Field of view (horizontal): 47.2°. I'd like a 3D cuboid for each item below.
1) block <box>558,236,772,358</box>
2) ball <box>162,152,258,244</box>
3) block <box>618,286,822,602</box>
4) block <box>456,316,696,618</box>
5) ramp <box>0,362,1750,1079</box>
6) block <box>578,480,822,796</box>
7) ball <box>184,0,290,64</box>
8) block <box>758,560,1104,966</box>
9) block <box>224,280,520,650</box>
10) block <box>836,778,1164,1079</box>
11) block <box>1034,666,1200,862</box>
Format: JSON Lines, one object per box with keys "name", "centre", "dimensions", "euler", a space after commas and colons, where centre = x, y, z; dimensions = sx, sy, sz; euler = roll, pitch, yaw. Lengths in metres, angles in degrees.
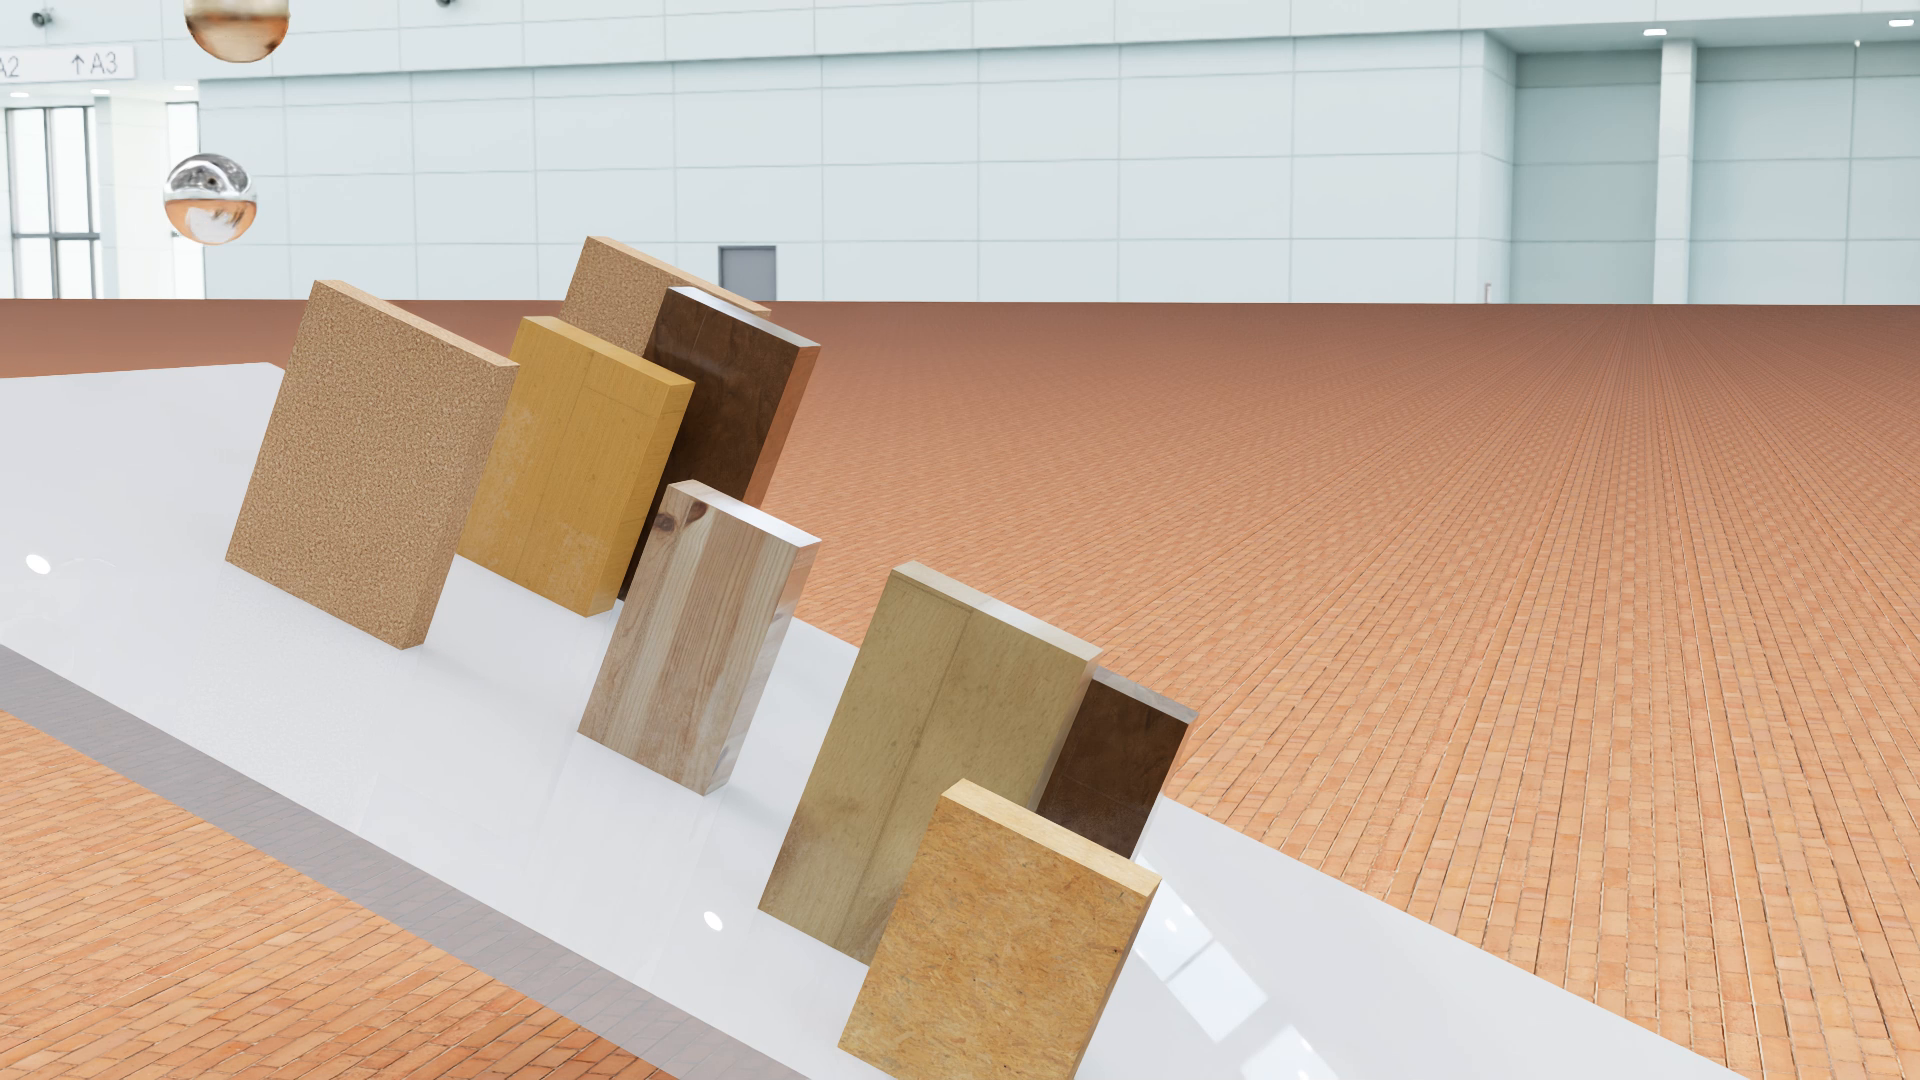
{"name": "block", "centre": [-0.769, -0.315, 5.147], "dimensions": [0.447, 0.665, 0.106], "euler": [25, 13, 13]}
{"name": "ball", "centre": [-1.627, -0.741, 4.776], "dimensions": [0.198, 0.198, 0.198], "euler": [0, 7, 0]}
{"name": "block", "centre": [-0.589, -0.176, 4.835], "dimensions": [0.330, 0.682, 0.130], "euler": [25, 13, 13]}
{"name": "block", "centre": [-0.836, -0.159, 4.694], "dimensions": [0.364, 0.535, 0.128], "euler": [25, 13, 13]}
{"name": "ramp", "centre": [-0.301, 0.531, 4.191], "dimensions": [4.000, 0.100, 2.000], "euler": [25, 13, 13]}
{"name": "block", "centre": [-0.476, 0.176, 4.001], "dimensions": [0.272, 0.498, 0.111], "euler": [25, 13, 13]}
{"name": "ball", "centre": [-1.437, -1.050, 4.372], "dimensions": [0.202, 0.202, 0.202], "euler": [0, 7, 0]}
{"name": "block", "centre": [-0.052, 0.390, 3.555], "dimensions": [0.345, 0.619, 0.109], "euler": [25, 13, 13]}
{"name": "block", "centre": [-1.101, -0.142, 4.102], "dimensions": [0.406, 0.572, 0.081], "euler": [25, 13, 13]}
{"name": "block", "centre": [0.056, 0.620, 3.228], "dimensions": [0.329, 0.426, 0.109], "euler": [25, 13, 13]}
{"name": "block", "centre": [0.158, 0.432, 4.156], "dimensions": [0.446, 0.430, 0.110], "euler": [25, 13, 13]}
